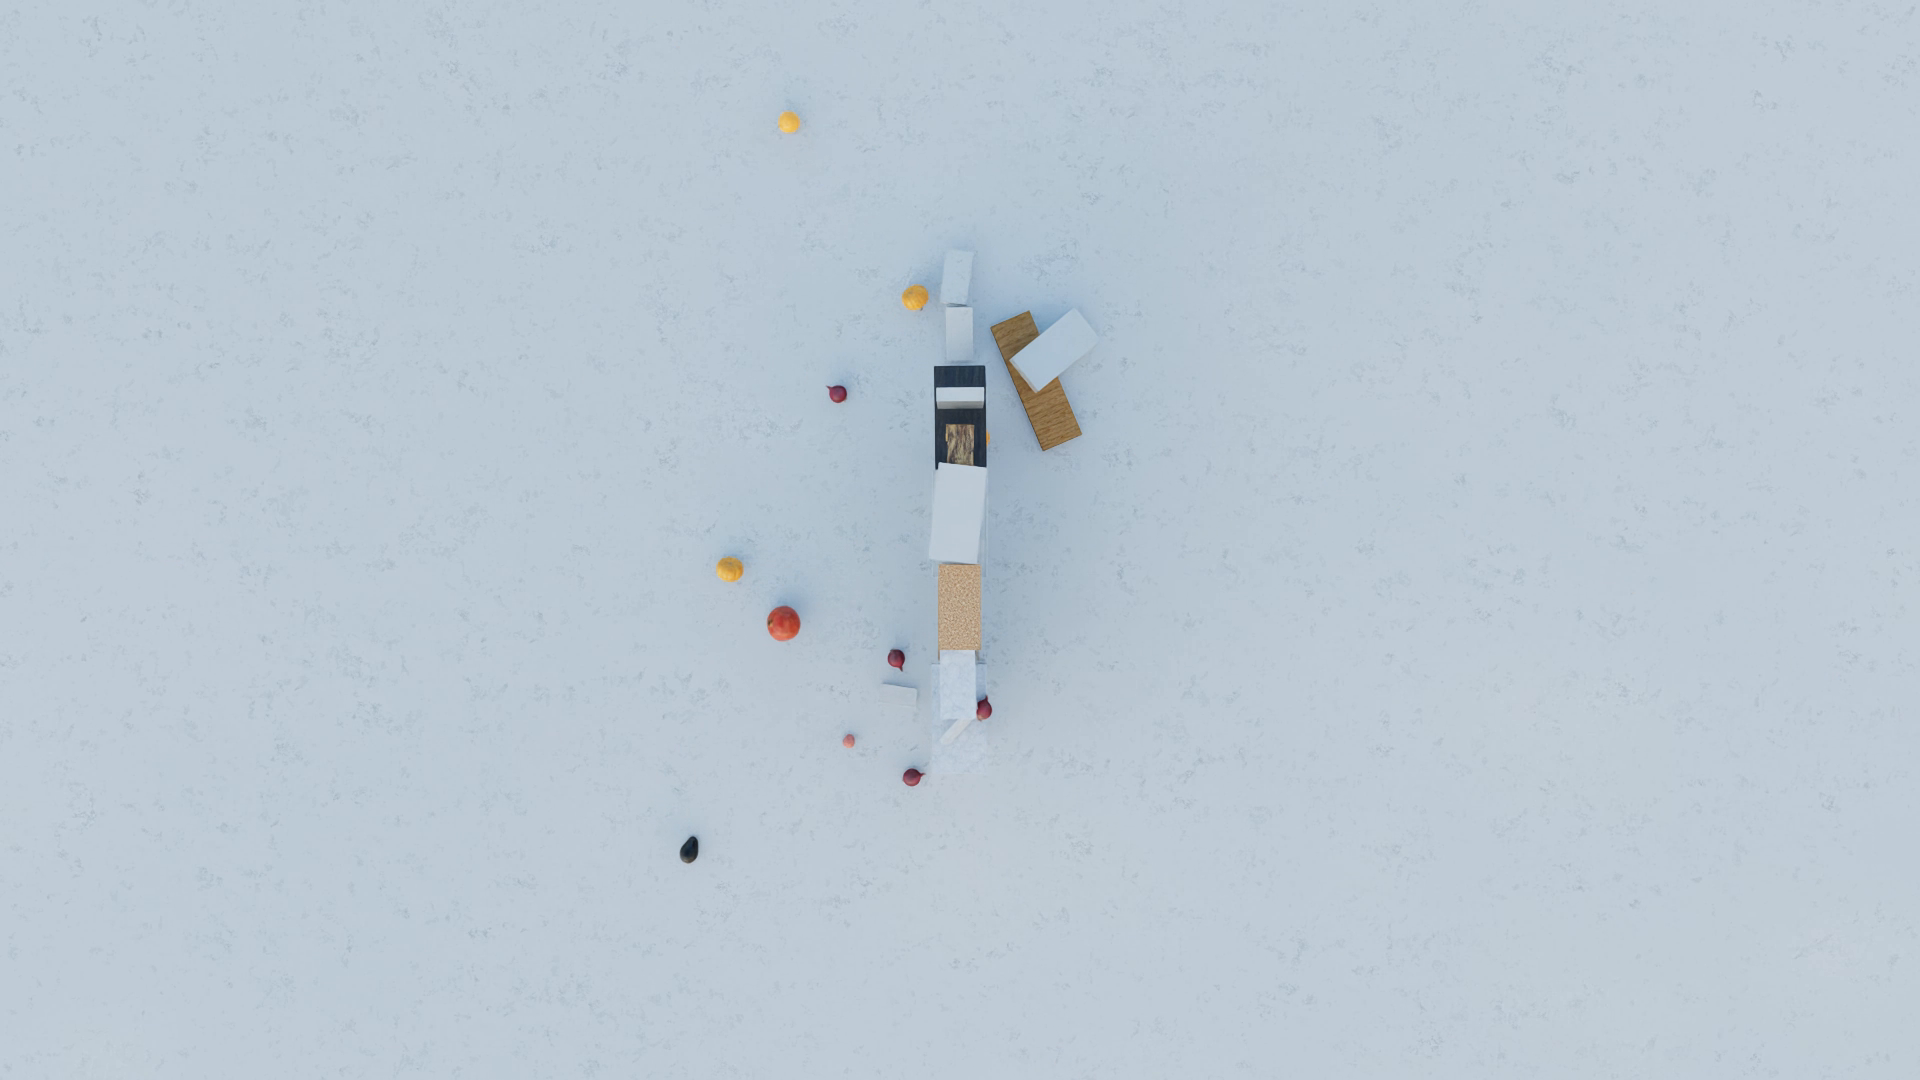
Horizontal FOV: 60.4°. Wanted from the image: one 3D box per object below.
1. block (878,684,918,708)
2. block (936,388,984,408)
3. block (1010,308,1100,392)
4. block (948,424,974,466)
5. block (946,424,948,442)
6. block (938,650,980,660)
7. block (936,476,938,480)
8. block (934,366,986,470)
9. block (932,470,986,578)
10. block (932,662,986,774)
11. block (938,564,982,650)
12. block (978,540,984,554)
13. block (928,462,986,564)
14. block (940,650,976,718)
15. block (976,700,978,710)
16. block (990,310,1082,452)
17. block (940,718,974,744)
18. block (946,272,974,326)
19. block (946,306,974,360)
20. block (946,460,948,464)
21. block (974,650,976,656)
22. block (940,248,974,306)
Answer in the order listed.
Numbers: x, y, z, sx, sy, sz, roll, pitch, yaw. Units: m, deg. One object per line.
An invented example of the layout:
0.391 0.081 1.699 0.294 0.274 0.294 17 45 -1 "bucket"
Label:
-0.205 0.517 5.491 0.124 0.018 0.062 9 90 0 "block"
0.001 -0.429 4.992 0.140 0.280 0.040 -1 90 0 "block"
0.314 -0.627 5.446 0.280 0.040 0.140 -40 94 -13 "block"
0.002 -0.267 4.963 0.079 0.022 0.157 0 90 0 "block"
-0.004 -0.330 5.053 0.079 0.157 0.022 -1 105 0 "block"
-0.005 0.250 5.221 0.130 0.037 0.260 0 90 0 "block"
0.002 -0.168 4.981 0.141 0.282 0.040 0 90 0 "block"
0.001 -0.382 5.155 0.161 0.046 0.322 -1 90 0 "block"
-0.001 -0.051 5.145 0.166 0.047 0.331 0 90 0 "block"
-0.003 0.555 5.137 0.170 0.048 0.339 0 90 0 "block"
0.000 0.198 4.854 0.125 0.035 0.250 0 90 0 "block"
0.001 0.019 4.981 0.141 0.282 0.040 0 90 0 "block"
-0.007 -0.078 4.820 0.141 0.040 0.282 6 90 0 "block"
-0.006 0.423 4.891 0.103 0.029 0.207 -1 90 0 "block"
0.000 0.494 5.009 0.104 0.207 0.029 -6 90 0 "block"
0.253 -0.528 5.480 0.140 0.040 0.446 -23 90 0 "block"
-0.006 0.576 5.062 0.018 0.062 0.124 48 110 19 "block"
-0.002 -0.798 5.488 0.088 0.025 0.176 -1 90 0 "block"
-0.001 -0.684 5.468 0.088 0.025 0.176 -1 103 0 "block"
-0.001 -0.228 5.053 0.079 0.158 0.022 -1 103 0 "block"
-0.002 0.359 5.054 0.103 0.297 0.029 0 89 0 "block"
-0.011 -0.870 5.463 0.088 0.025 0.176 8 90 0 "block"
